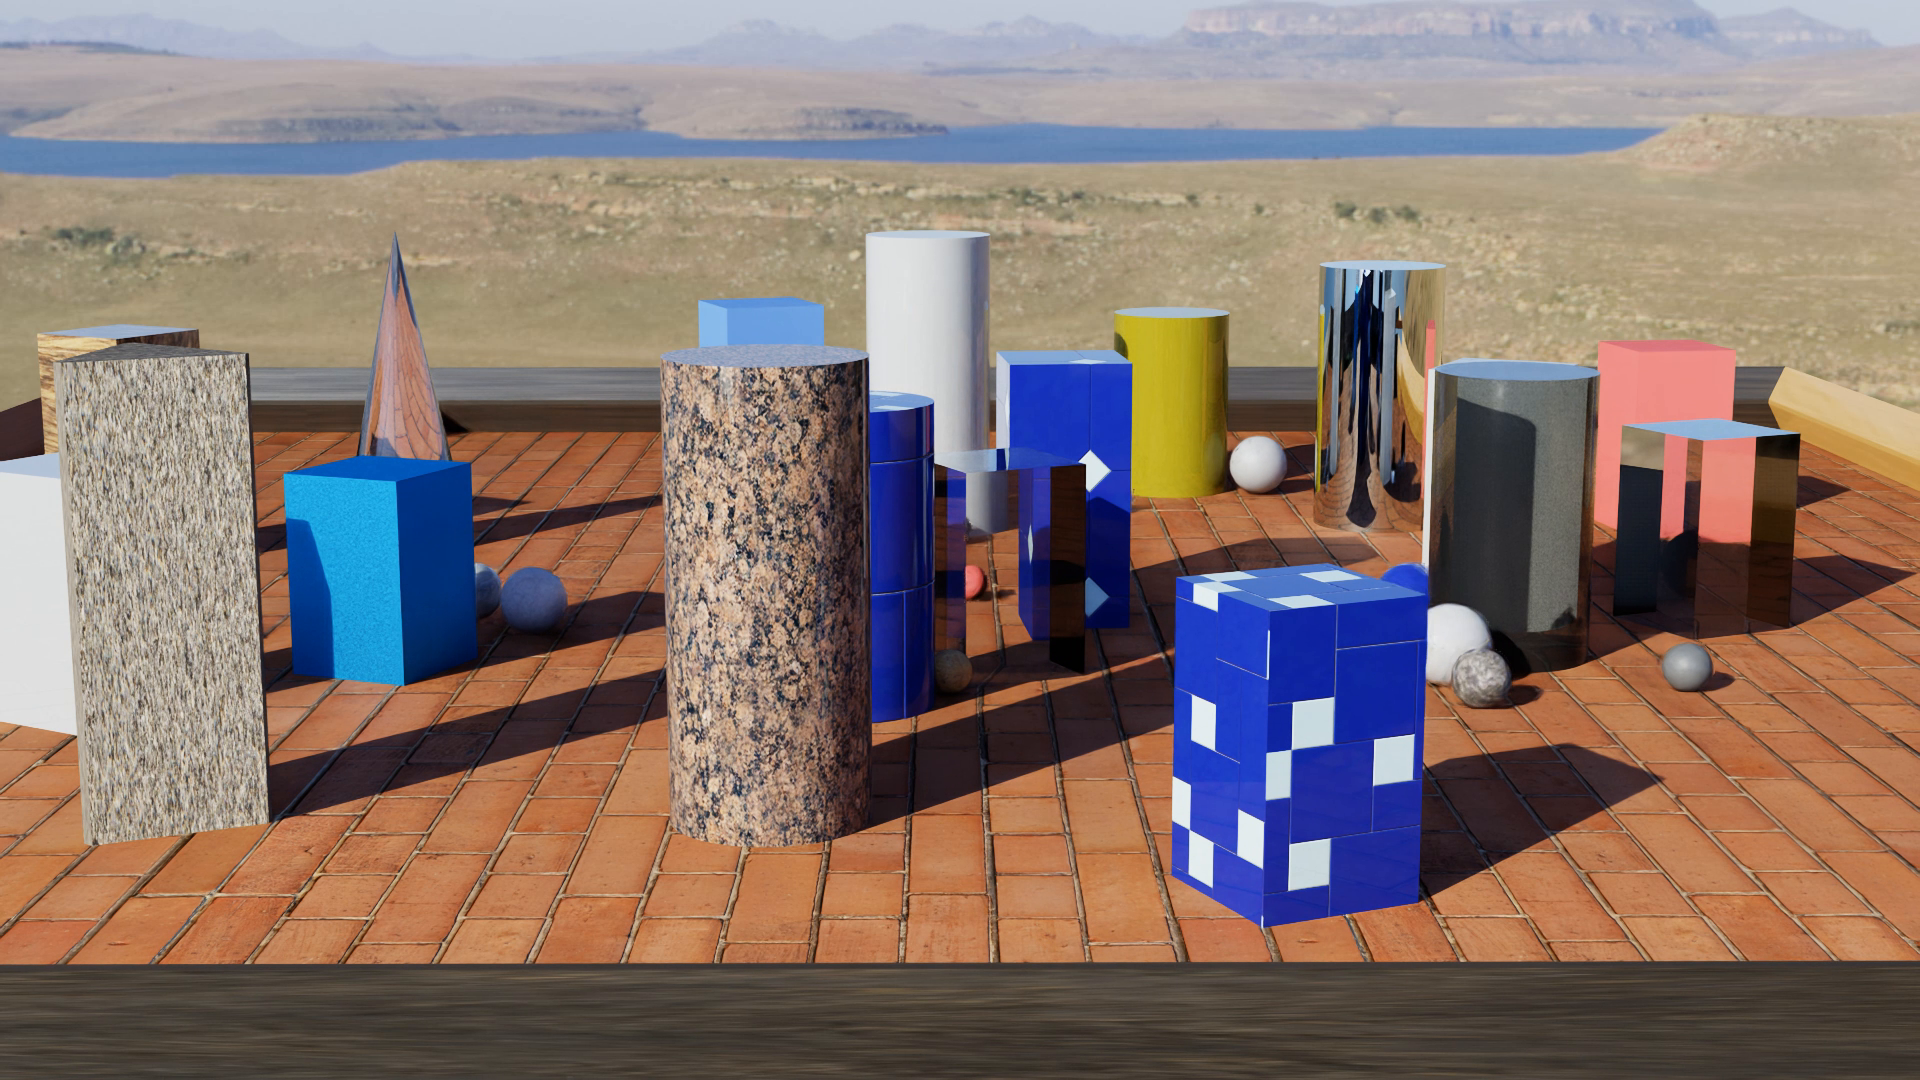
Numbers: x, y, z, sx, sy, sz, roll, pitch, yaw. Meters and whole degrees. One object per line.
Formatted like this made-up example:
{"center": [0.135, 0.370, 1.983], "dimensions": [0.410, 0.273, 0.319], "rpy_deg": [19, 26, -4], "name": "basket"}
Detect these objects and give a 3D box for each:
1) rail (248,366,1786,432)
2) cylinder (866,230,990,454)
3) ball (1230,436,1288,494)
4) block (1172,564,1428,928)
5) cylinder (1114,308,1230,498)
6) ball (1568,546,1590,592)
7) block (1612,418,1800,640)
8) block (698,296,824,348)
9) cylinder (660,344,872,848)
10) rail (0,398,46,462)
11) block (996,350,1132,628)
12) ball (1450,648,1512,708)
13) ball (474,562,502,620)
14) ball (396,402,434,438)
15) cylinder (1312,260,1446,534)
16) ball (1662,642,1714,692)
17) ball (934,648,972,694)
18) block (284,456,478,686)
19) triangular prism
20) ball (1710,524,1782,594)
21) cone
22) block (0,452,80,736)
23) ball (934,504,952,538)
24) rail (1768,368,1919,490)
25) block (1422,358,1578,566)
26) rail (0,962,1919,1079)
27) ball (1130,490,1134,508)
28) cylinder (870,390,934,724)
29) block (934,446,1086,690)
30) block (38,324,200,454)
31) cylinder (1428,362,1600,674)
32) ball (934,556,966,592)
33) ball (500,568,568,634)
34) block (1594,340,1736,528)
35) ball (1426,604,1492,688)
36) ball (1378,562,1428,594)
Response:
{"center": [-0.010, -0.279, 5.136], "dimensions": [3.342, 0.129, 0.045], "rpy_deg": [0, 10, 0], "name": "rail"}
{"center": [-0.051, -0.259, 4.123], "dimensions": [0.199, 0.461, 0.199], "rpy_deg": [0, 10, 0], "name": "cylinder"}
{"center": [0.514, -0.130, 4.418], "dimensions": [0.099, 0.099, 0.099], "rpy_deg": [0, 10, 0], "name": "ball"}
{"center": [0.298, 0.177, 2.274], "dimensions": [0.159, 0.277, 0.159], "rpy_deg": [-5, 12, -24], "name": "block"}
{"center": [0.365, -0.241, 4.448], "dimensions": [0.199, 0.307, 0.199], "rpy_deg": [0, 10, 0], "name": "cylinder"}
{"center": [0.847, 0.041, 3.589], "dimensions": [0.066, 0.066, 0.066], "rpy_deg": [0, 10, 0], "name": "ball"}
{"center": [0.980, -0.018, 3.375], "dimensions": [0.159, 0.259, 0.159], "rpy_deg": [-5, 12, -24], "name": "block"}
{"center": [-0.320, -0.207, 4.142], "dimensions": [0.159, 0.352, 0.159], "rpy_deg": [-4, 11, -21], "name": "block"}
{"center": [-0.185, 0.048, 2.478], "dimensions": [0.199, 0.455, 0.199], "rpy_deg": [0, 10, 0], "name": "cylinder"}
{"center": [-1.647, 0.035, 3.439], "dimensions": [0.045, 0.129, 3.480], "rpy_deg": [0, 10, 0], "name": "rail"}
{"center": [0.136, -0.069, 3.406], "dimensions": [0.159, 0.348, 0.159], "rpy_deg": [-1, 11, -5], "name": "block"}
{"center": [0.598, 0.159, 2.942], "dimensions": [0.069, 0.069, 0.069], "rpy_deg": [0, 10, 0], "name": "ball"}
{"center": [-0.646, 0.068, 3.408], "dimensions": [0.077, 0.077, 0.077], "rpy_deg": [0, 10, 0], "name": "ball"}
{"center": [-1.080, -0.240, 5.088], "dimensions": [0.072, 0.072, 0.072], "rpy_deg": [0, 10, 0], "name": "ball"}
{"center": [0.671, -0.233, 4.109], "dimensions": [0.199, 0.414, 0.199], "rpy_deg": [0, 10, 0], "name": "cylinder"}
{"center": [0.857, 0.149, 3.022], "dimensions": [0.058, 0.058, 0.058], "rpy_deg": [0, 10, 0], "name": "ball"}
{"center": [-0.012, 0.154, 3.011], "dimensions": [0.053, 0.053, 0.053], "rpy_deg": [0, 10, 0], "name": "ball"}
{"center": [-0.705, 0.034, 3.131], "dimensions": [0.159, 0.246, 0.159], "rpy_deg": [4, 11, 22], "name": "block"}
{"center": [-0.782, 0.044, 2.490], "dimensions": [0.172, 0.458, 0.149], "rpy_deg": [-5, 12, -26], "name": "triangular prism"}
{"center": [1.098, 0.026, 3.582], "dimensions": [0.096, 0.096, 0.096], "rpy_deg": [0, 10, 0], "name": "ball"}
{"center": [-0.852, -0.231, 3.909], "dimensions": [0.199, 0.483, 0.199], "rpy_deg": [0, 10, 0], "name": "cone"}
{"center": [-1.000, 0.055, 2.906], "dimensions": [0.159, 0.286, 0.159], "rpy_deg": [6, 12, 29], "name": "block"}
{"center": [-0.039, -0.030, 4.007], "dimensions": [0.054, 0.054, 0.054], "rpy_deg": [0, 10, 0], "name": "ball"}
{"center": [1.647, 0.032, 3.458], "dimensions": [0.045, 0.129, 3.480], "rpy_deg": [0, 10, 0], "name": "rail"}
{"center": [0.729, -0.070, 3.464], "dimensions": [0.159, 0.329, 0.159], "rpy_deg": [5, 12, 27], "name": "block"}
{"center": [0.010, 0.345, 1.761], "dimensions": [3.342, 0.129, 0.045], "rpy_deg": [0, 10, 0], "name": "rail"}
{"center": [0.265, -0.068, 4.232], "dimensions": [0.045, 0.045, 0.045], "rpy_deg": [0, 10, 0], "name": "ball"}
{"center": [-0.129, 0.016, 2.938], "dimensions": [0.199, 0.352, 0.199], "rpy_deg": [0, 10, 0], "name": "cylinder"}
{"center": [0.044, 0.030, 3.115], "dimensions": [0.159, 0.259, 0.159], "rpy_deg": [-5, 12, -25], "name": "block"}
{"center": [-1.232, -0.137, 3.789], "dimensions": [0.159, 0.343, 0.159], "rpy_deg": [6, 12, 28], "name": "block"}
{"center": [0.684, -0.032, 3.182], "dimensions": [0.199, 0.357, 0.199], "rpy_deg": [0, 10, 0], "name": "cylinder"}
{"center": [-0.016, 0.048, 3.593], "dimensions": [0.050, 0.050, 0.050], "rpy_deg": [0, 10, 0], "name": "ball"}
{"center": [-0.553, 0.078, 3.331], "dimensions": [0.085, 0.085, 0.085], "rpy_deg": [0, 10, 0], "name": "ball"}
{"center": [1.119, -0.166, 4.089], "dimensions": [0.159, 0.289, 0.159], "rpy_deg": [-2, 11, -8], "name": "block"}
{"center": [0.581, 0.125, 3.043], "dimensions": [0.099, 0.099, 0.099], "rpy_deg": [0, 10, 0], "name": "ball"}
{"center": [0.582, 0.076, 3.318], "dimensions": [0.094, 0.094, 0.094], "rpy_deg": [0, 10, 0], "name": "ball"}
